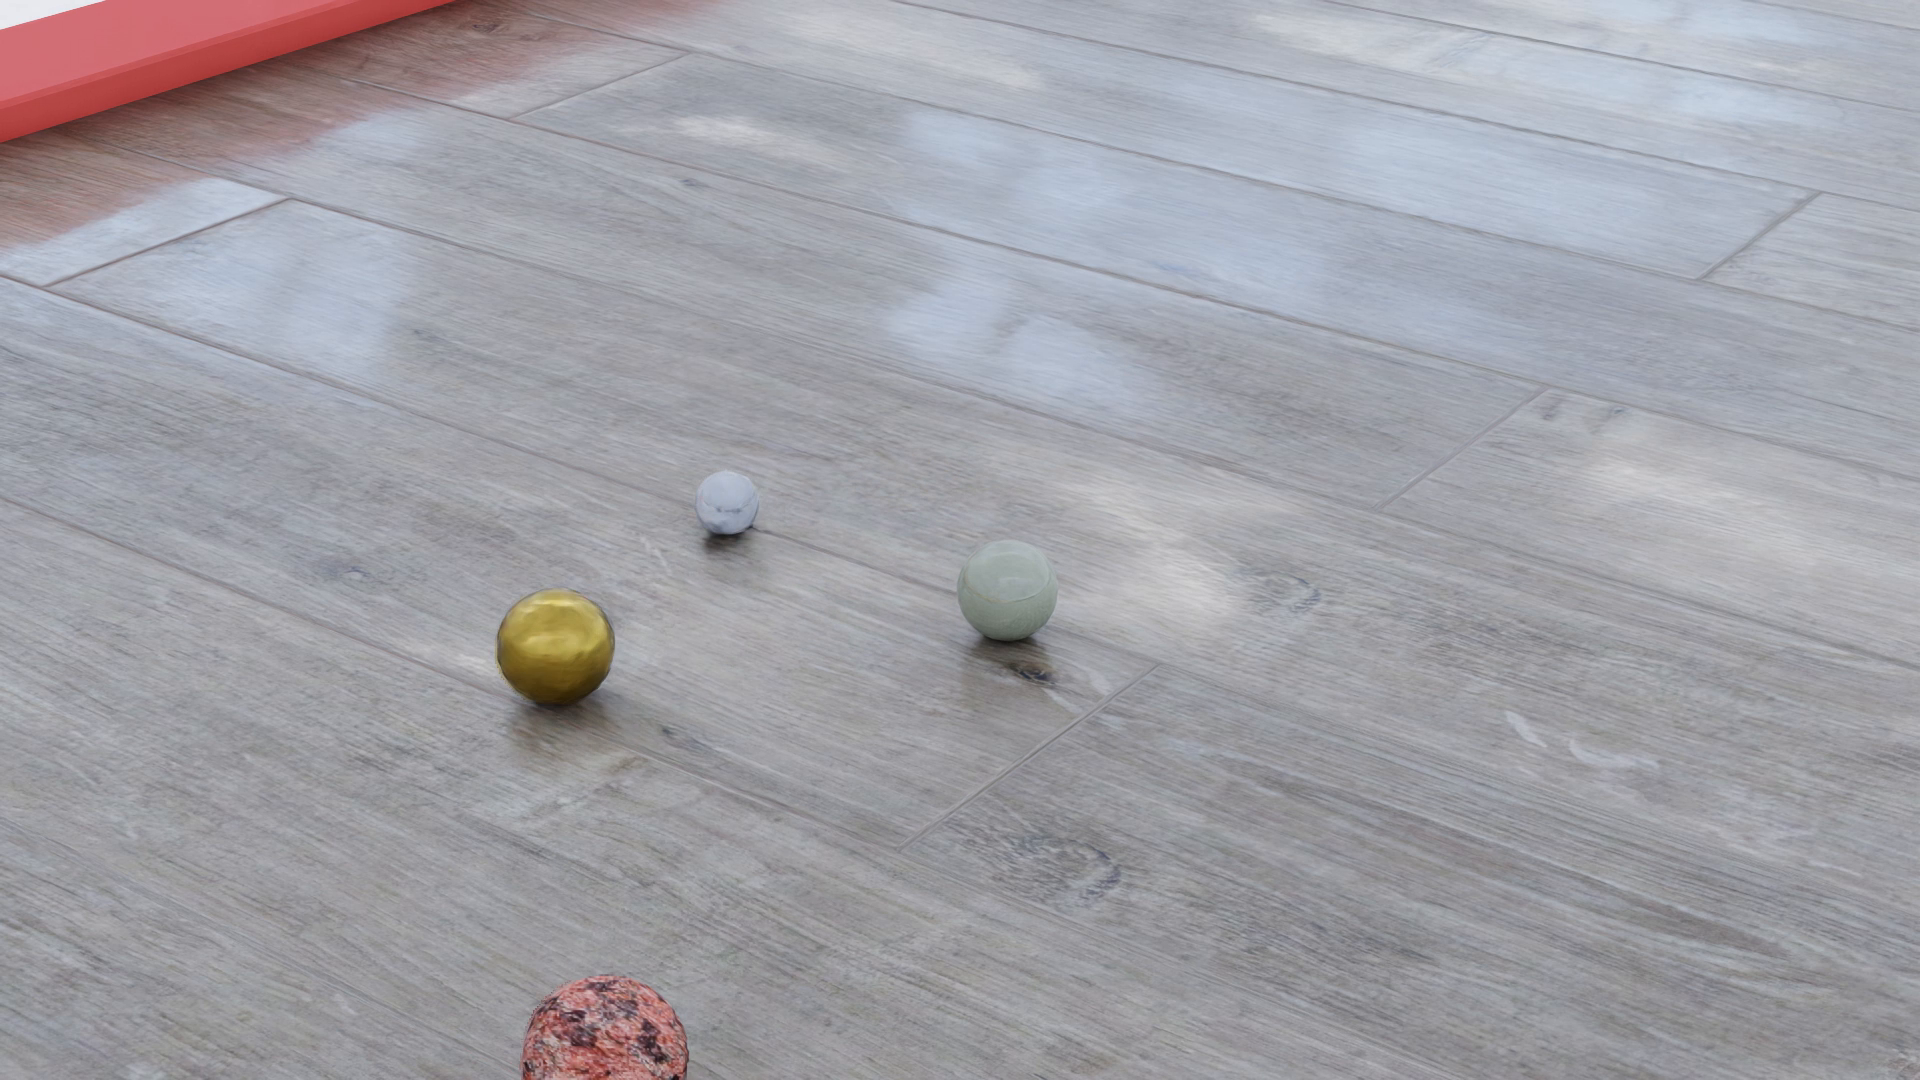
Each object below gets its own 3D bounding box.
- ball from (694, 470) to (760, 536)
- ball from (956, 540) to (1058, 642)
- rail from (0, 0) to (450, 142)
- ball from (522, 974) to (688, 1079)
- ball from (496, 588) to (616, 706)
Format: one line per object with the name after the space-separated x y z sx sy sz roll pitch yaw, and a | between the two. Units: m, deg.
-0.145 -0.023 1.831 0.040 0.040 0.040 0 26 0 | ball
0.028 0.029 1.704 0.059 0.059 0.059 0 26 0 | ball
-0.325 -0.668 3.077 0.045 0.094 3.978 18 31 32 | rail
-0.155 0.227 1.287 0.073 0.073 0.073 0 26 0 | ball
-0.225 0.059 1.635 0.066 0.066 0.066 0 26 0 | ball
